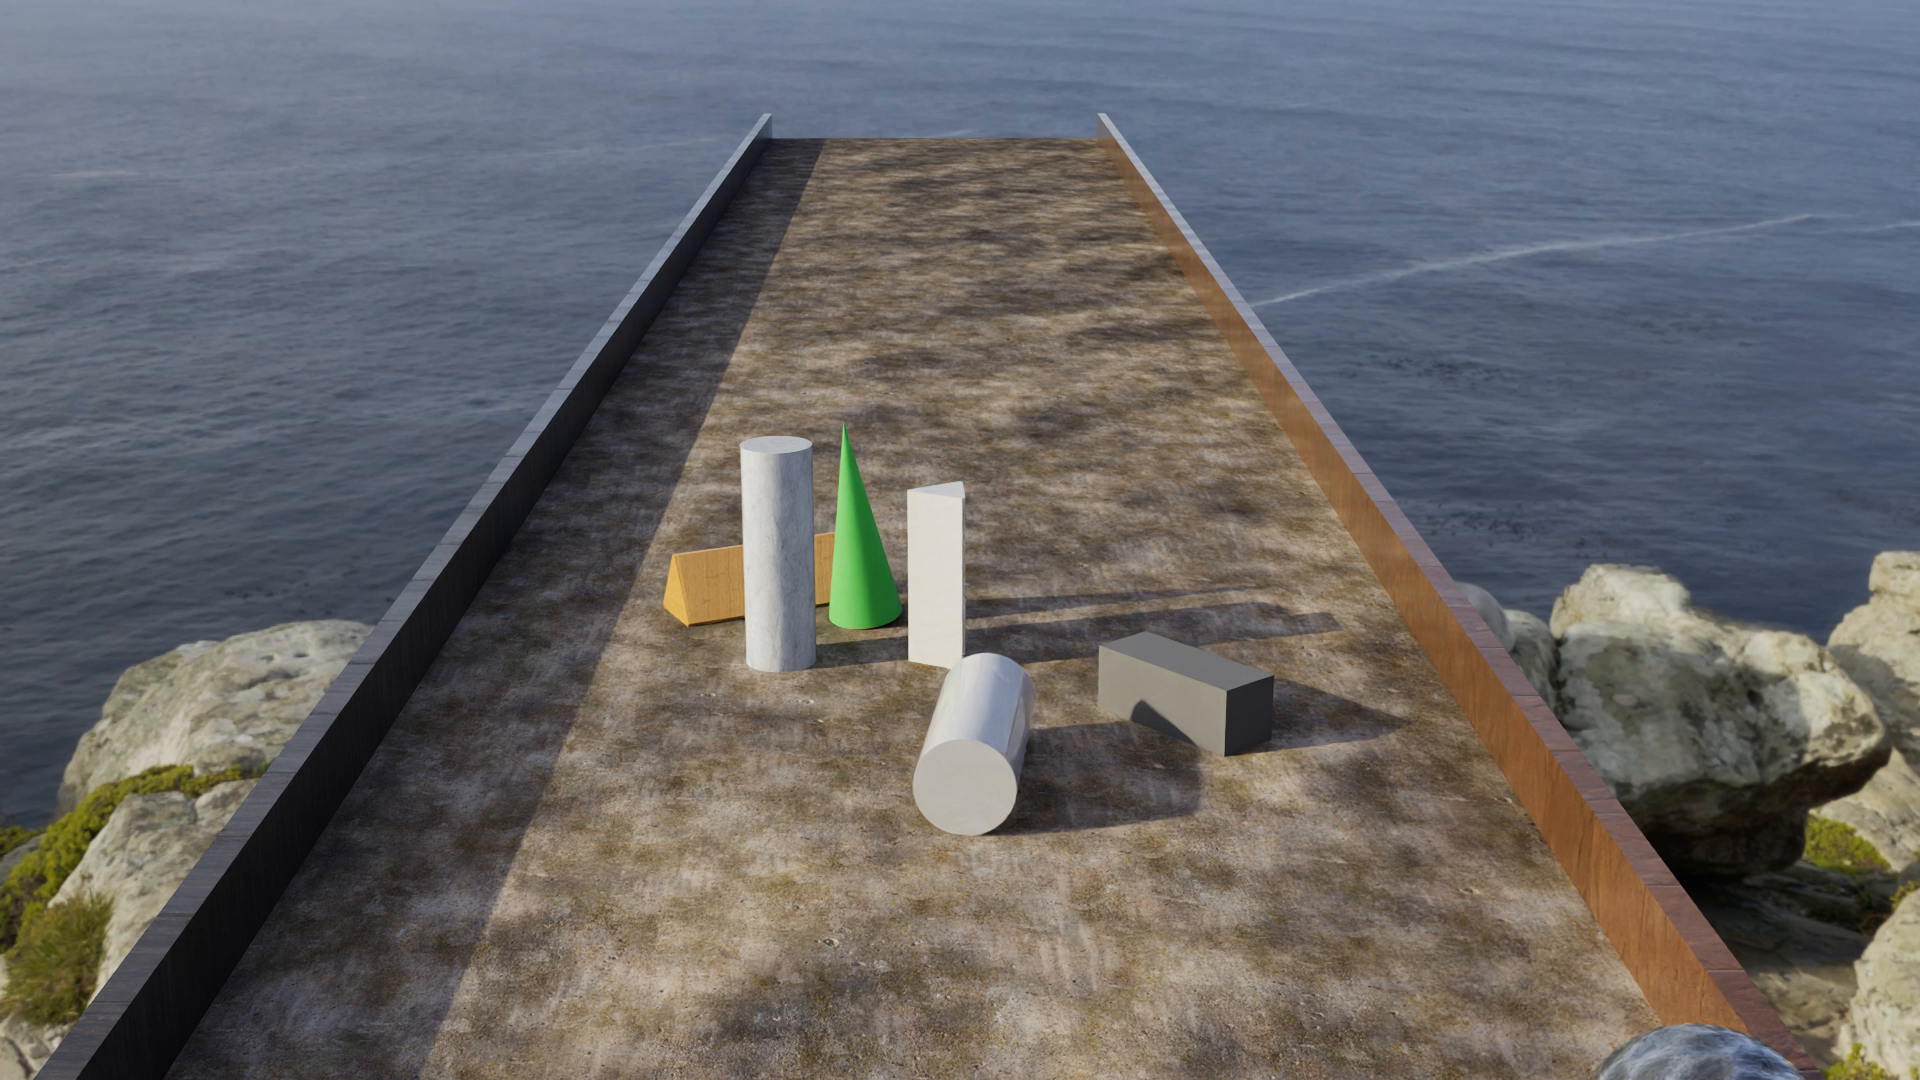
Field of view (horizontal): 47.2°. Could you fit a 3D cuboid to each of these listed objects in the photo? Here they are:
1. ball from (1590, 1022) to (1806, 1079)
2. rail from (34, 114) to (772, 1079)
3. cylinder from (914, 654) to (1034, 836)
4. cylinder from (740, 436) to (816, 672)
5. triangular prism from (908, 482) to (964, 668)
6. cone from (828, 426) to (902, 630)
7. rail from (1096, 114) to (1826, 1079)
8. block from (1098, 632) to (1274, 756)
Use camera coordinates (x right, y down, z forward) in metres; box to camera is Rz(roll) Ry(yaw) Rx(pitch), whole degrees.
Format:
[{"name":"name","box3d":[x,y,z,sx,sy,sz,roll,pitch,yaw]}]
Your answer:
[{"name":"ball","box3d":[0.827,0.680,2.451,0.278,0.278,0.278,0,17,0]},{"name":"rail","box3d":[-1.118,-0.838,7.780,0.050,0.150,12.000,0,17,-1]},{"name":"cylinder","box3d":[0.029,0.343,3.773,0.170,0.170,0.418,2,17,6]},{"name":"cylinder","box3d":[-0.359,0.027,4.352,0.141,0.446,0.141,0,17,0]},{"name":"triangular prism","box3d":[-0.023,0.066,4.383,0.126,0.354,0.109,8,19,26]},{"name":"cone","box3d":[-0.219,-0.044,4.576,0.157,0.436,0.157,-4,24,2]},{"name":"rail","box3d":[0.932,-0.844,7.801,0.050,0.150,12.000,0,17,-1]},{"name":"block","box3d":[0.414,0.281,4.063,0.126,0.126,0.323,-14,21,-39]}]
